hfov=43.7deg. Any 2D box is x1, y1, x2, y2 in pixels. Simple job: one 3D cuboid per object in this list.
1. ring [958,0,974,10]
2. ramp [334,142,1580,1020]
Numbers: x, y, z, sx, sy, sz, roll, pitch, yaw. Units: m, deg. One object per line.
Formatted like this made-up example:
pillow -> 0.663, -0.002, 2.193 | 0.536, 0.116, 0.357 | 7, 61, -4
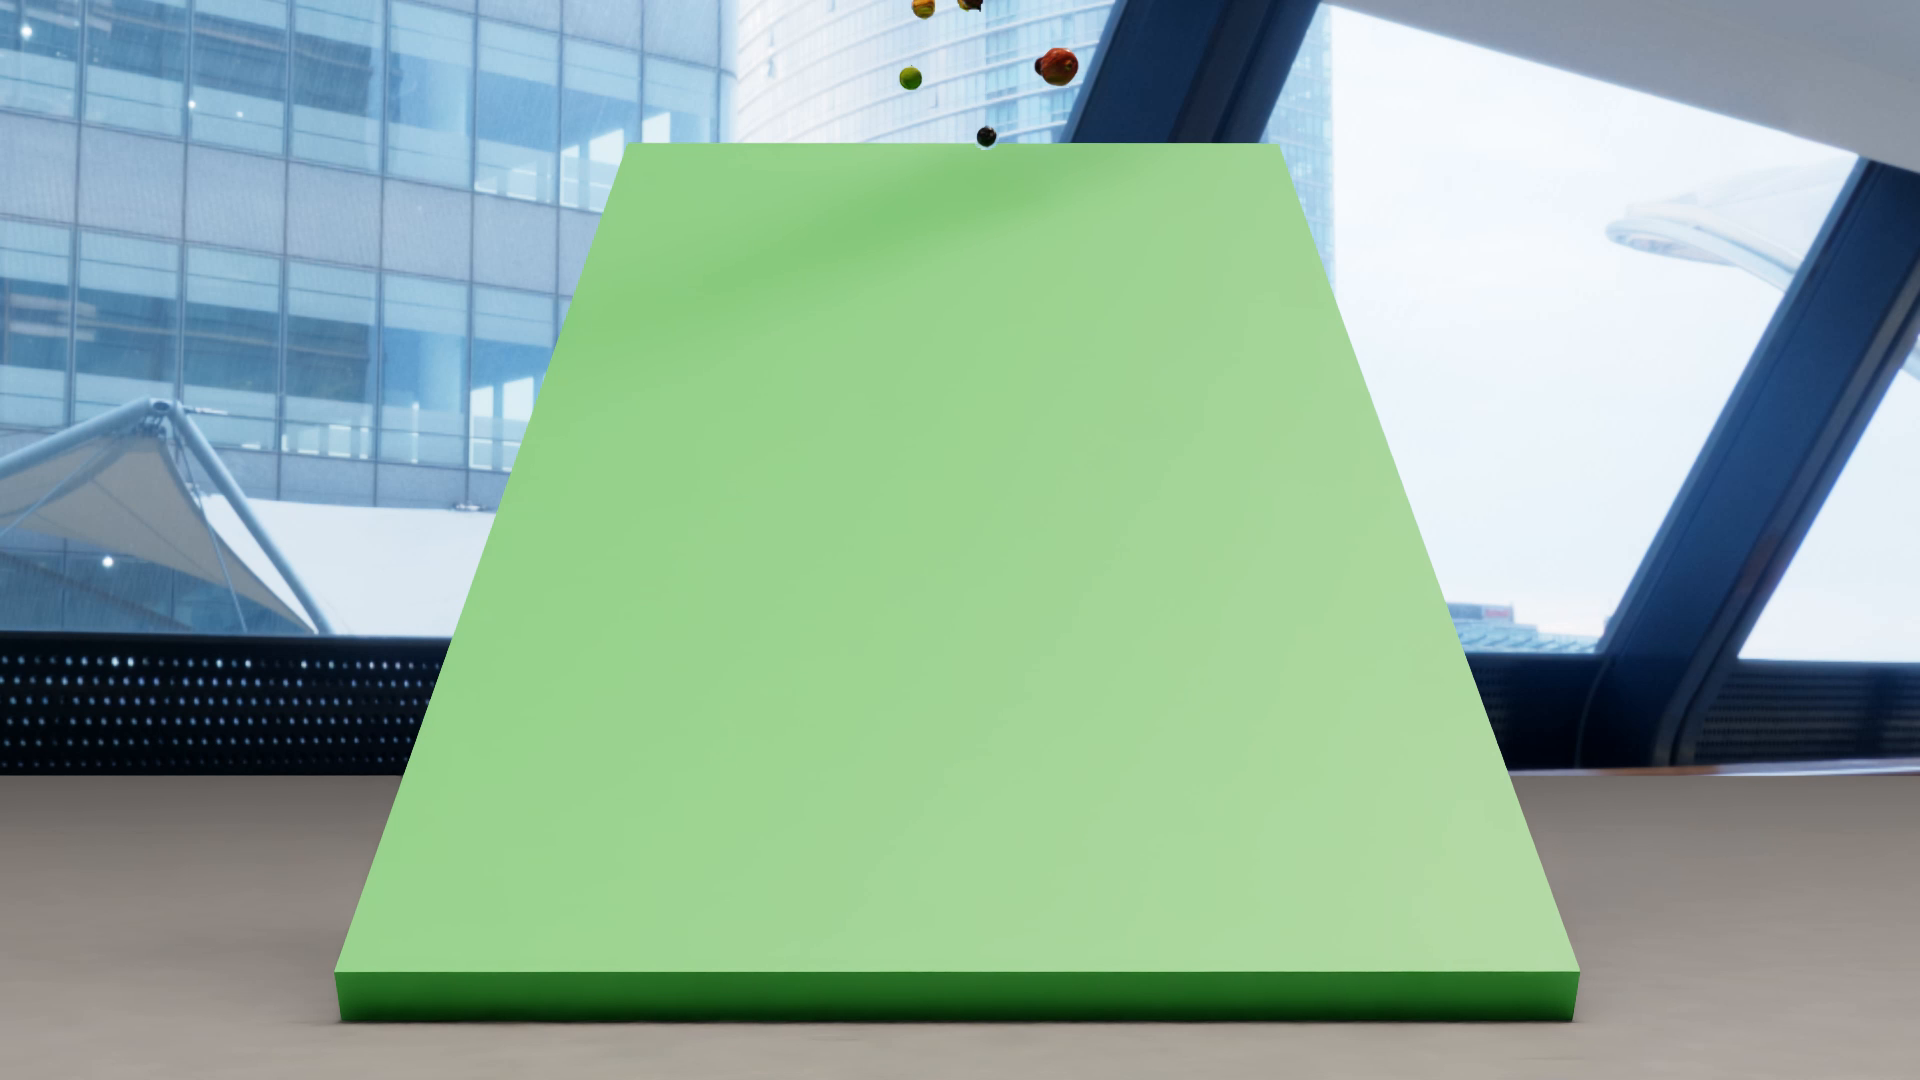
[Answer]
ring -> 0.016, -1.614, 7.102 | 0.029, 0.088, 0.088 | -17, 1, -22
ramp -> -0.012, -0.220, 5.623 | 2.000, 0.100, 4.000 | 0, 29, 0
